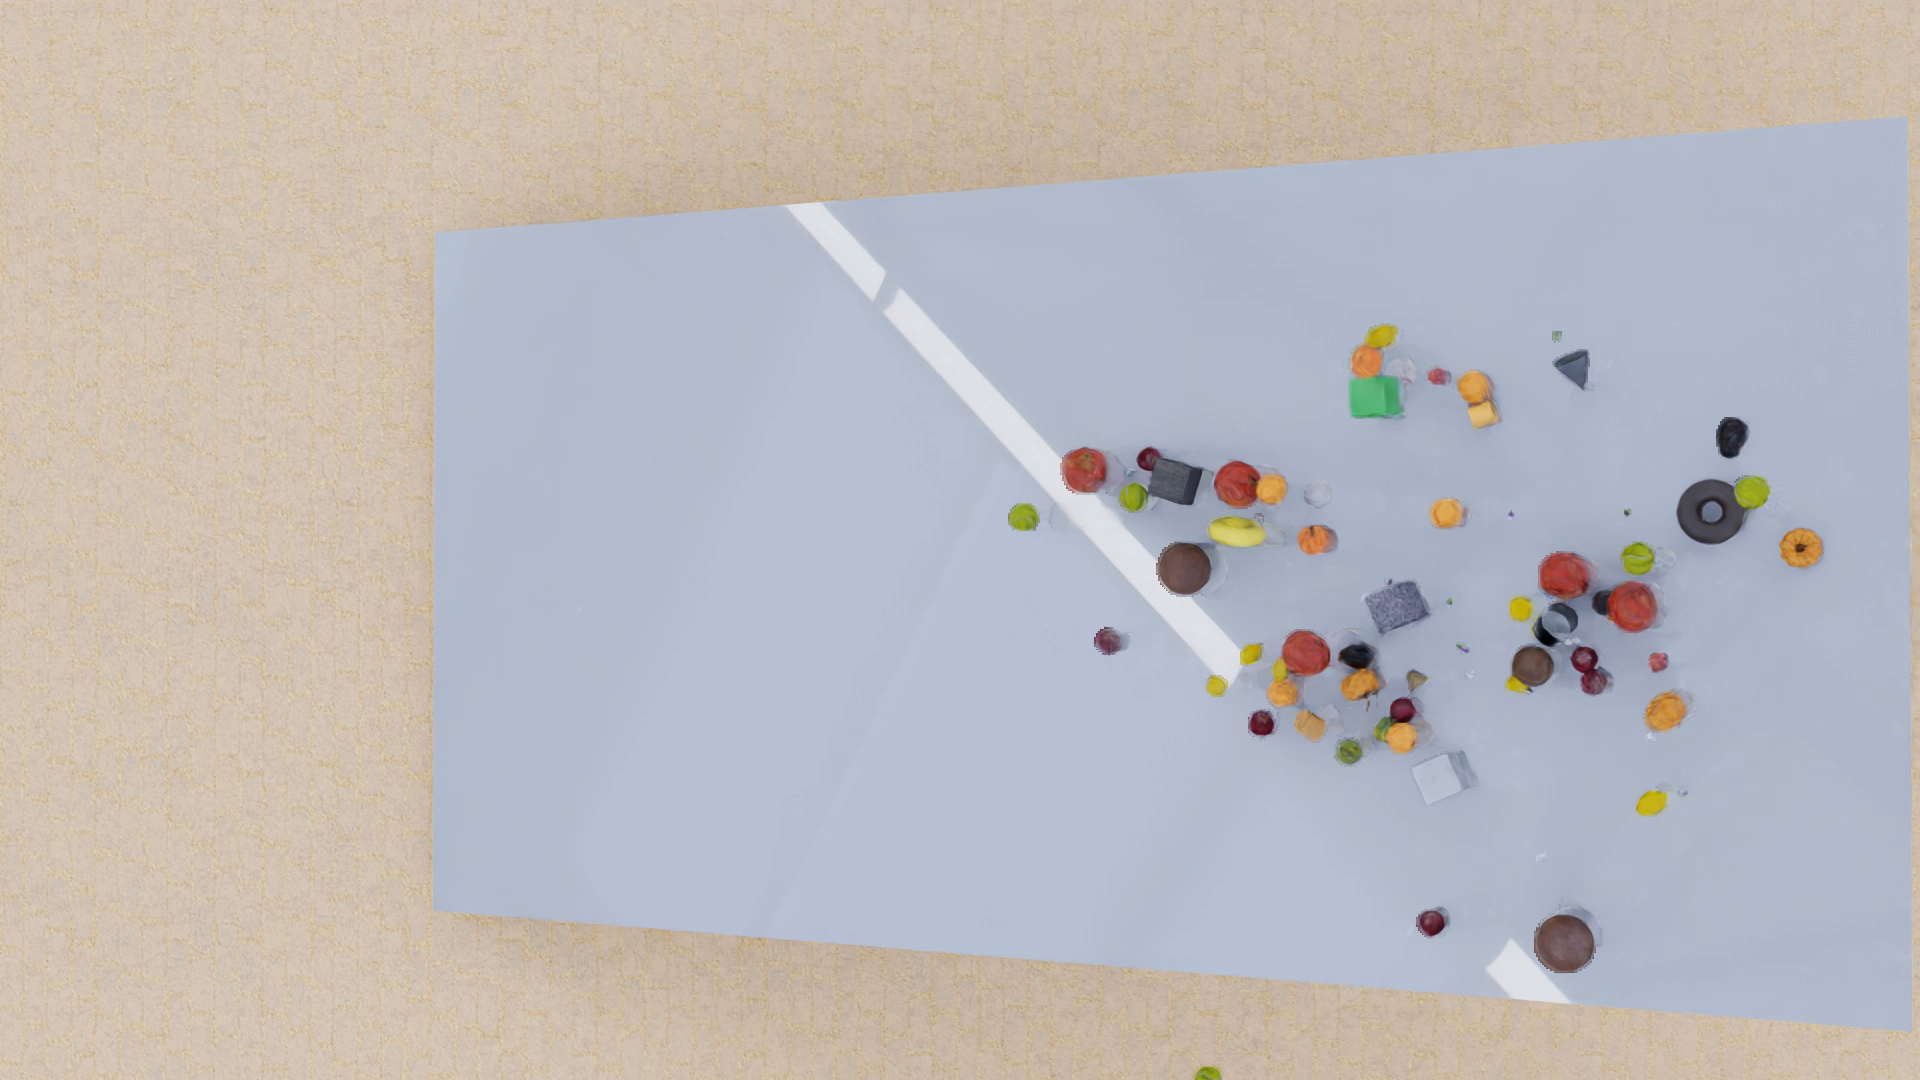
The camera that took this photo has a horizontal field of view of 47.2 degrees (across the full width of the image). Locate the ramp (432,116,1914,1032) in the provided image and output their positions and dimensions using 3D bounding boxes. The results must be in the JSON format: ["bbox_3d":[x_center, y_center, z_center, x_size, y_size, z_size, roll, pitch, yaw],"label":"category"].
[{"bbox_3d":[0.282,0.082,5.692,4.000,0.100,2.000,0,89,25],"label":"ramp"}]

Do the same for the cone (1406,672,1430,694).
[{"bbox_3d":[1.098,0.333,5.242,0.052,0.052,0.052,-21,89,21],"label":"cone"}]

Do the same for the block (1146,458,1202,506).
[{"bbox_3d":[0.534,-0.145,5.471,0.093,0.093,0.093,19,97,24],"label":"block"}]

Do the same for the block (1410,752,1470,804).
[{"bbox_3d":[1.134,0.560,5.185,0.092,0.092,0.092,-27,78,22],"label":"block"}]

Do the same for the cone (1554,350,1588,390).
[{"bbox_3d":[1.414,-0.379,5.037,0.083,0.083,0.083,-25,100,0],"label":"cone"}]

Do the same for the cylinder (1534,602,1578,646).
[{"bbox_3d":[1.369,0.195,5.057,0.077,0.077,0.077,4,64,-9],"label":"cylinder"}]

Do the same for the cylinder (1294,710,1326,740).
[{"bbox_3d":[0.839,0.444,5.274,0.055,0.055,0.055,32,89,-20],"label":"cylinder"}]

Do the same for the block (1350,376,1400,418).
[{"bbox_3d":[0.991,-0.342,5.258,0.087,0.087,0.087,-4,88,33],"label":"block"}]

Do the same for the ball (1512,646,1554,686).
[{"bbox_3d":[1.325,0.291,5.088,0.095,0.095,0.095,0,89,0],"label":"ball"}]

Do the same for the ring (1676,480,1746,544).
[{"bbox_3d":[1.692,-0.063,4.956,0.148,0.049,0.148,-2,85,24],"label":"ring"}]

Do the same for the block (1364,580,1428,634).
[{"bbox_3d":[1.036,0.158,5.224,0.090,0.090,0.090,-29,77,38],"label":"block"}]

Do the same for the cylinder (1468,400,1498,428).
[{"bbox_3d":[1.229,-0.295,5.172,0.052,0.052,0.052,-20,89,25],"label":"cylinder"}]
